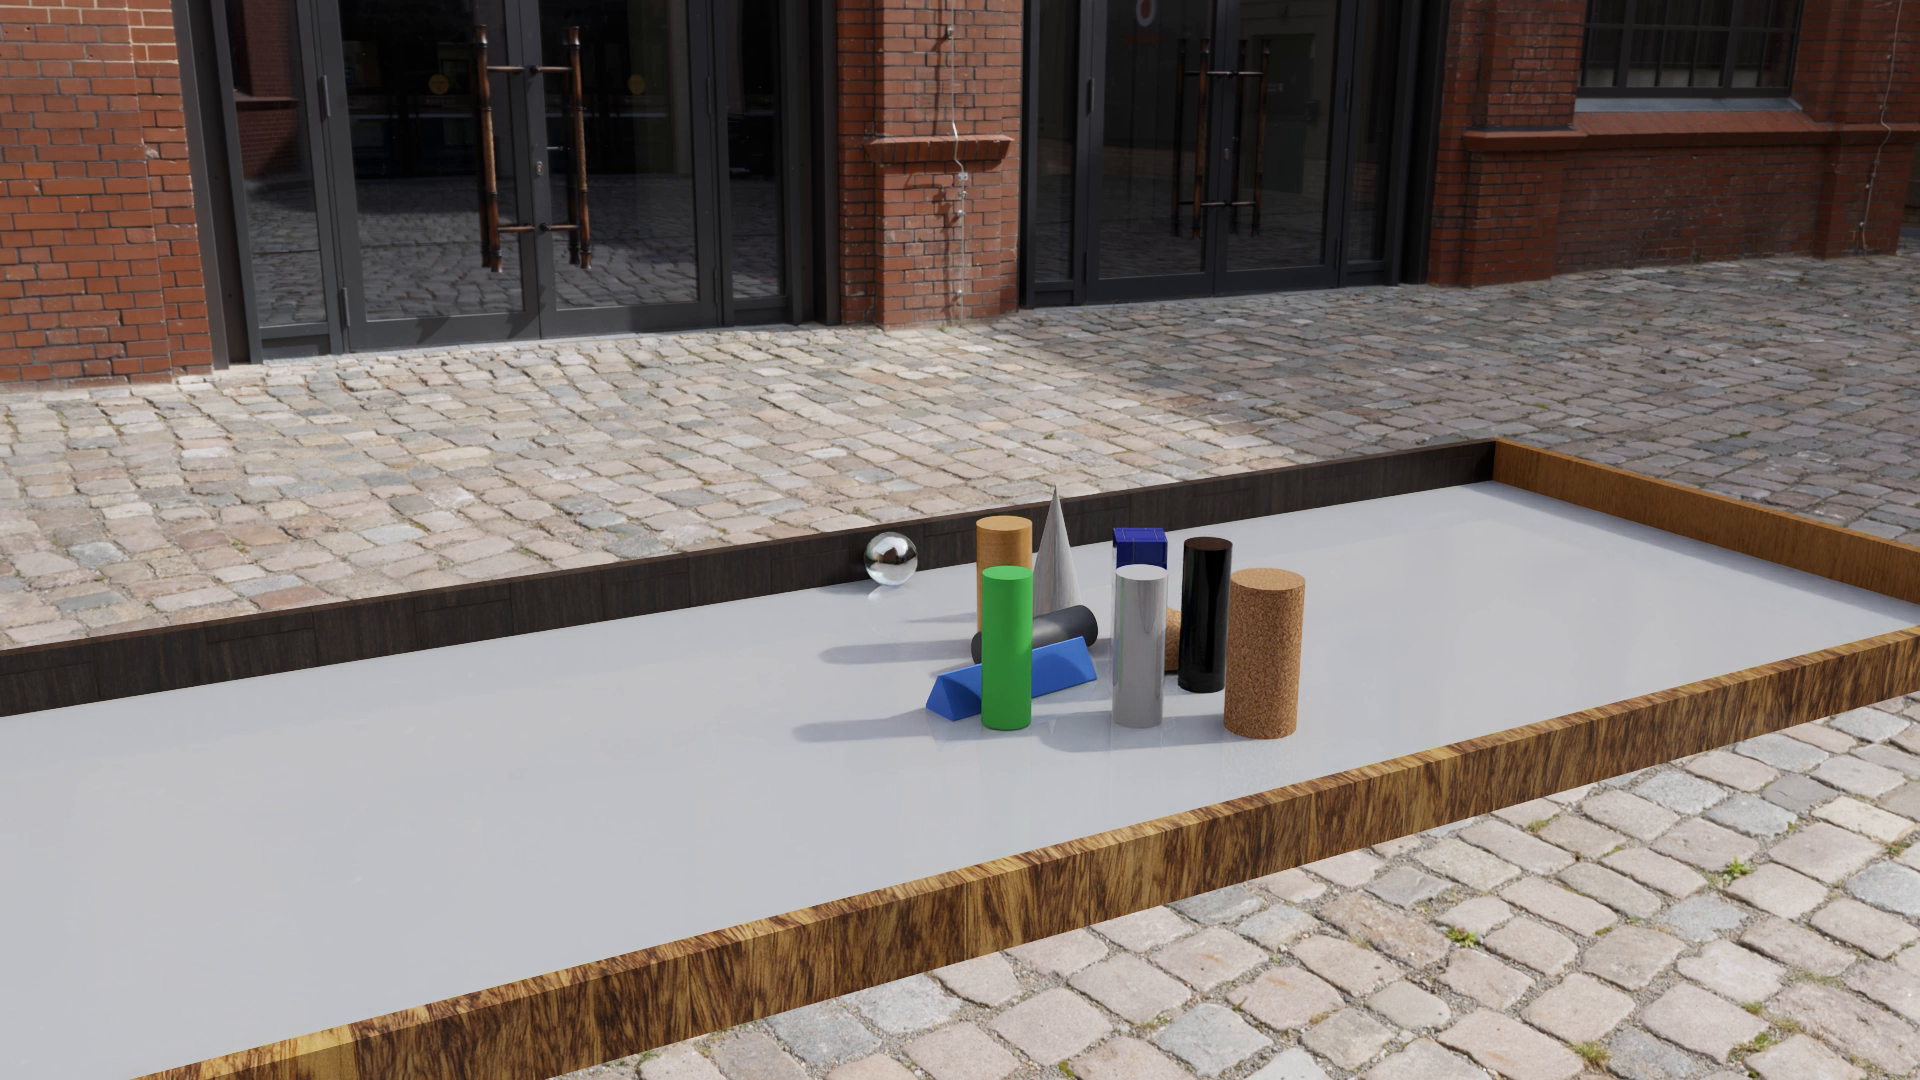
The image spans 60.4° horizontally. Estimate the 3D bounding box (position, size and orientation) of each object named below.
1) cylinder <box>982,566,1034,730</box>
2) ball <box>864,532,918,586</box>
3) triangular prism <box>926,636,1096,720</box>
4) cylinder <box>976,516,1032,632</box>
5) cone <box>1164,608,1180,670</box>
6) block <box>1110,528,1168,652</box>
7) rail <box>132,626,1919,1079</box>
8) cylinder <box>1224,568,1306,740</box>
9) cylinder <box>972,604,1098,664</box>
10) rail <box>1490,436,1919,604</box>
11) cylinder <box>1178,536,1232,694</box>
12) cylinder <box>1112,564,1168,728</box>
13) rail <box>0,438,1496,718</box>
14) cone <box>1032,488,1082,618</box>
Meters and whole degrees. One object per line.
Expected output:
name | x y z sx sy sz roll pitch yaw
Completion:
cylinder | 0.109 0.251 3.851 0.118 0.363 0.118 0 15 0
ball | -0.204 0.056 4.879 0.161 0.161 0.161 0 16 0
triangular prism | 0.131 0.329 4.052 0.450 0.098 0.113 -12 20 -35
cylinder | 0.117 0.119 4.345 0.146 0.340 0.146 0 16 0
cone | 0.688 0.275 4.262 0.425 0.178 0.178 8 14 -17
block | 0.470 0.134 4.349 0.131 0.309 0.131 0 16 1
rail | -2.336 1.006 1.665 12.000 0.150 0.050 -9 18 -27
cylinder | 0.704 0.262 3.824 0.169 0.361 0.169 0 16 0
cylinder | 0.195 0.258 4.276 0.338 0.114 0.114 -13 21 -37
rail | 2.466 -0.048 5.253 0.050 0.150 2.100 -9 18 -27
cylinder | 0.604 0.185 4.071 0.118 0.369 0.118 0 17 0
cylinder | 0.420 0.249 3.862 0.122 0.364 0.122 0 16 0
rail | -3.305 0.497 3.399 12.000 0.150 0.050 -9 18 -27
cone | 0.264 0.027 4.598 0.177 0.375 0.177 0 16 0
